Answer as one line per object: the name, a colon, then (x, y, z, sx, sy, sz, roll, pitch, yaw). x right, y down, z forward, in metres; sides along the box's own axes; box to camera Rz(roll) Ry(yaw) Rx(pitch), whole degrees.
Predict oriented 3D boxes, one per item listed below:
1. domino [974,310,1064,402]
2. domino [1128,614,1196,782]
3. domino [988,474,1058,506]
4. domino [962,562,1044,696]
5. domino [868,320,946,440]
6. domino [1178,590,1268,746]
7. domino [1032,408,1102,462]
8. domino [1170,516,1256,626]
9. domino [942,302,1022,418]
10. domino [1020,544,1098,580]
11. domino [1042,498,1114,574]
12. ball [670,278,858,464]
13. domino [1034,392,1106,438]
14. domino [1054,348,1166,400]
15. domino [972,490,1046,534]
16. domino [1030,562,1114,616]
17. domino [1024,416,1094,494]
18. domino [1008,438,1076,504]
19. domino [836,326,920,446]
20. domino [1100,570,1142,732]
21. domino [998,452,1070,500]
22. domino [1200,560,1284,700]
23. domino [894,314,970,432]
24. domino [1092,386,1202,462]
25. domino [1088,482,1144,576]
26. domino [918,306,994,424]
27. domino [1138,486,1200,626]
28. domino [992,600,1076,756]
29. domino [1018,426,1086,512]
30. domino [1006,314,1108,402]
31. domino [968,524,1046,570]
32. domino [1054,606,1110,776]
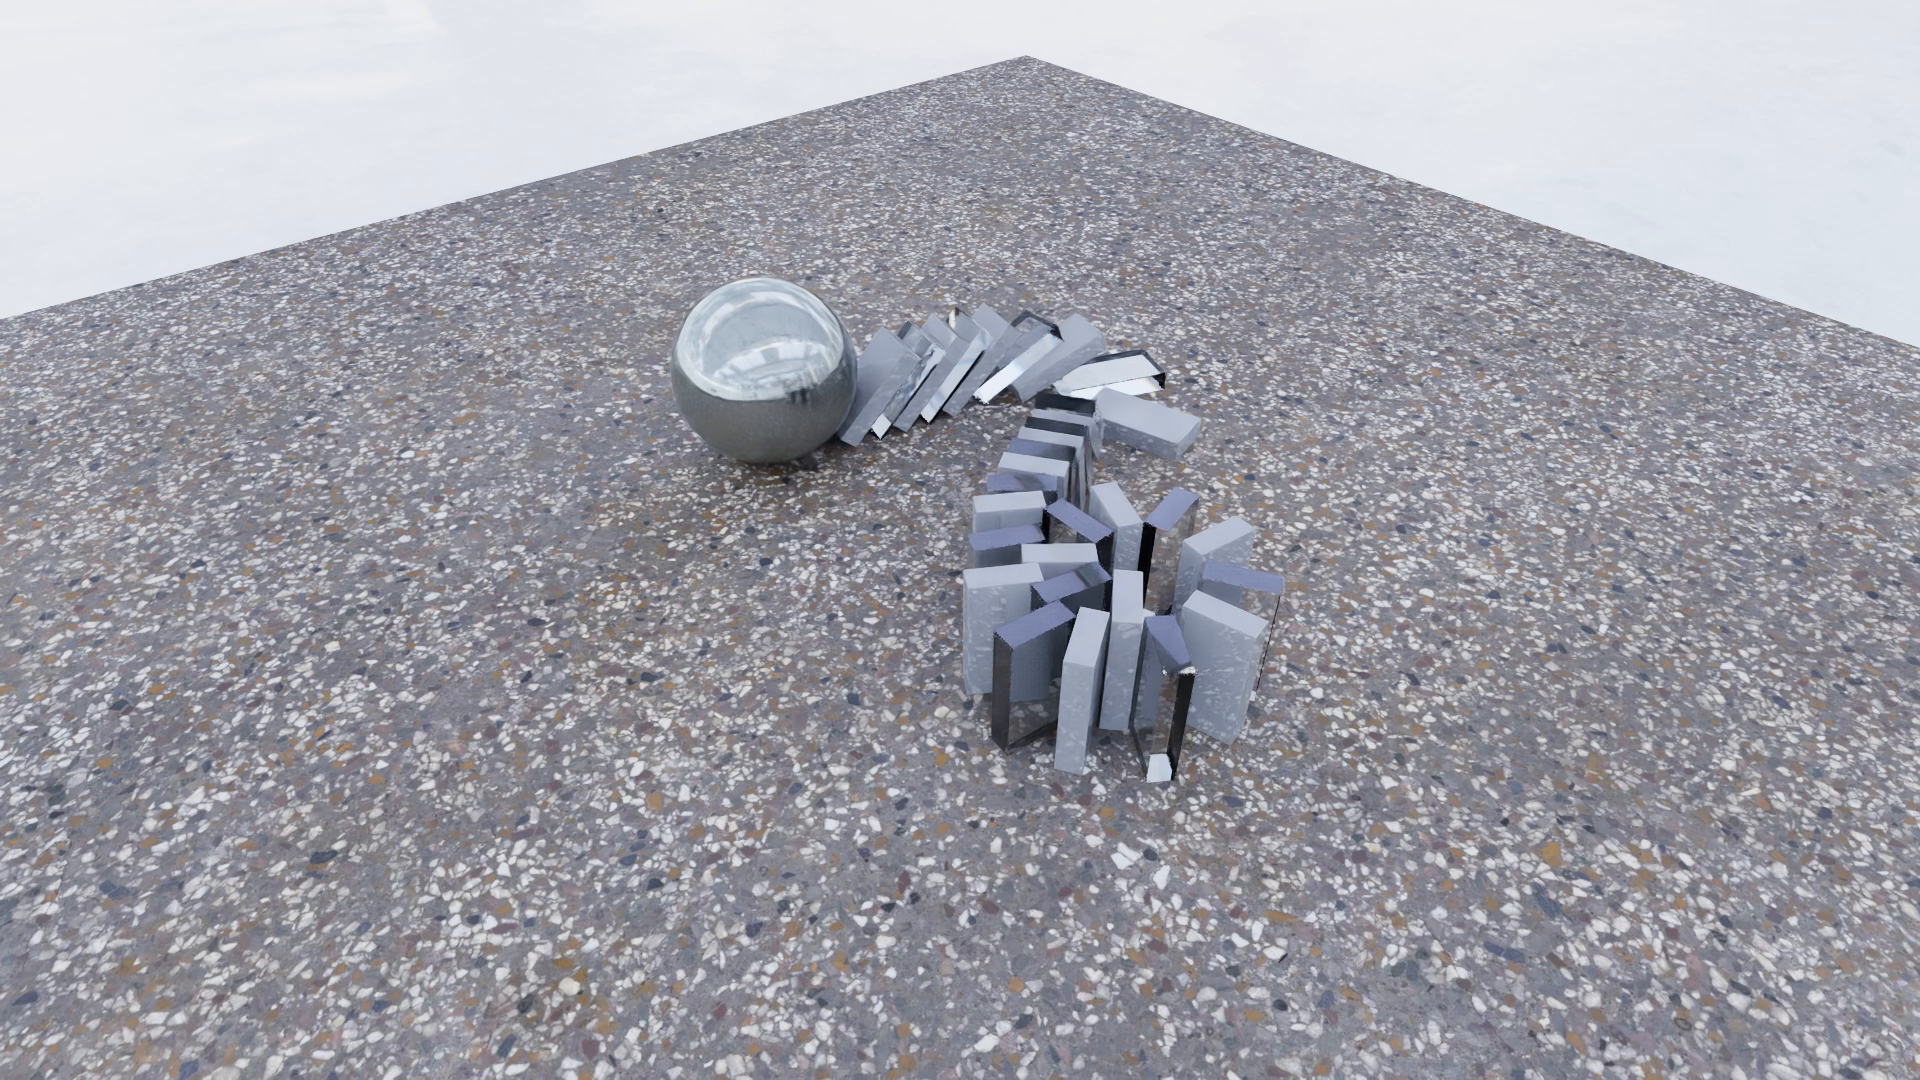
domino: (0.023, -0.090, 0.535, 0.050, 0.009, 0.025, -39, 44, -11)
domino: (0.064, 0.051, 0.349, 0.010, 0.050, 0.025, -4, 39, -5)
domino: (0.022, -0.002, 0.413, 0.025, 0.050, 0.009, 1, 40, 1)
domino: (0.014, 0.031, 0.374, 0.025, 0.050, 0.009, -6, 40, -7)
domino: (-0.030, -0.074, 0.507, 0.010, 0.050, 0.025, 25, 18, -44)
domino: (0.083, 0.042, 0.360, 0.025, 0.050, 0.009, 25, 45, 27)
domino: (0.046, -0.044, 0.472, 0.025, 0.009, 0.050, 10, -4, 13)
domino: (0.088, 0.018, 0.390, 0.025, 0.050, 0.009, -23, 44, -25)
domino: (0.004, -0.086, 0.522, 0.050, 0.009, 0.025, -51, 46, 11)
domino: (0.033, 0.024, 0.383, 0.025, 0.050, 0.009, -1, 39, -1)
domino: (0.041, 0.012, 0.396, 0.009, 0.050, 0.025, -29, 48, -31)
ball: (-0.084, -0.073, 0.477, 0.080, 0.080, 0.080, 0, 39, 0)
domino: (0.049, -0.053, 0.483, 0.025, 0.009, 0.050, 11, -3, 13)
domino: (0.073, -0.080, 0.541, 0.050, 0.010, 0.025, -12, 41, -15)
domino: (0.018, 0.006, 0.405, 0.025, 0.050, 0.009, -5, 40, -5)
domino: (0.036, 0.033, 0.371, 0.025, 0.050, 0.010, -18, 43, -21)
domino: (0.041, -0.035, 0.456, 0.025, 0.050, 0.009, 10, 73, 13)
domino: (0.032, -0.017, 0.432, 0.025, 0.050, 0.010, 10, 51, 12)
domino: (-0.042, -0.070, 0.502, 0.009, 0.050, 0.025, 25, 18, -44)
domino: (0.053, 0.037, 0.366, 0.010, 0.050, 0.025, 5, 40, 6)
domino: (0.027, -0.009, 0.422, 0.025, 0.050, 0.010, 10, 42, 12)
domino: (0.092, 0.031, 0.373, 0.025, 0.050, 0.010, 12, 41, 14)
domino: (-0.019, -0.078, 0.512, 0.009, 0.050, 0.025, 25, 18, -44)
domino: (0.083, -0.054, 0.510, 0.050, 0.010, 0.025, 23, 45, 25)
domino: (0.055, 0.007, 0.403, 0.009, 0.050, 0.025, -11, 41, -13)
domino: (-0.008, -0.082, 0.517, 0.009, 0.050, 0.025, 25, 18, -44)
domino: (0.074, 0.008, 0.401, 0.009, 0.050, 0.025, 24, 45, 26)
domino: (0.023, 0.045, 0.356, 0.025, 0.050, 0.010, -23, 45, -26)
domino: (0.037, -0.027, 0.444, 0.025, 0.050, 0.009, 10, 66, 13)
domino: (0.044, -0.089, 0.538, 0.050, 0.010, 0.025, -33, 43, -5)
domino: (0.016, 0.018, 0.389, 0.025, 0.050, 0.009, -9, 40, -11)
domino: (0.039, 0.049, 0.352, 0.009, 0.050, 0.025, 11, 41, 13)
